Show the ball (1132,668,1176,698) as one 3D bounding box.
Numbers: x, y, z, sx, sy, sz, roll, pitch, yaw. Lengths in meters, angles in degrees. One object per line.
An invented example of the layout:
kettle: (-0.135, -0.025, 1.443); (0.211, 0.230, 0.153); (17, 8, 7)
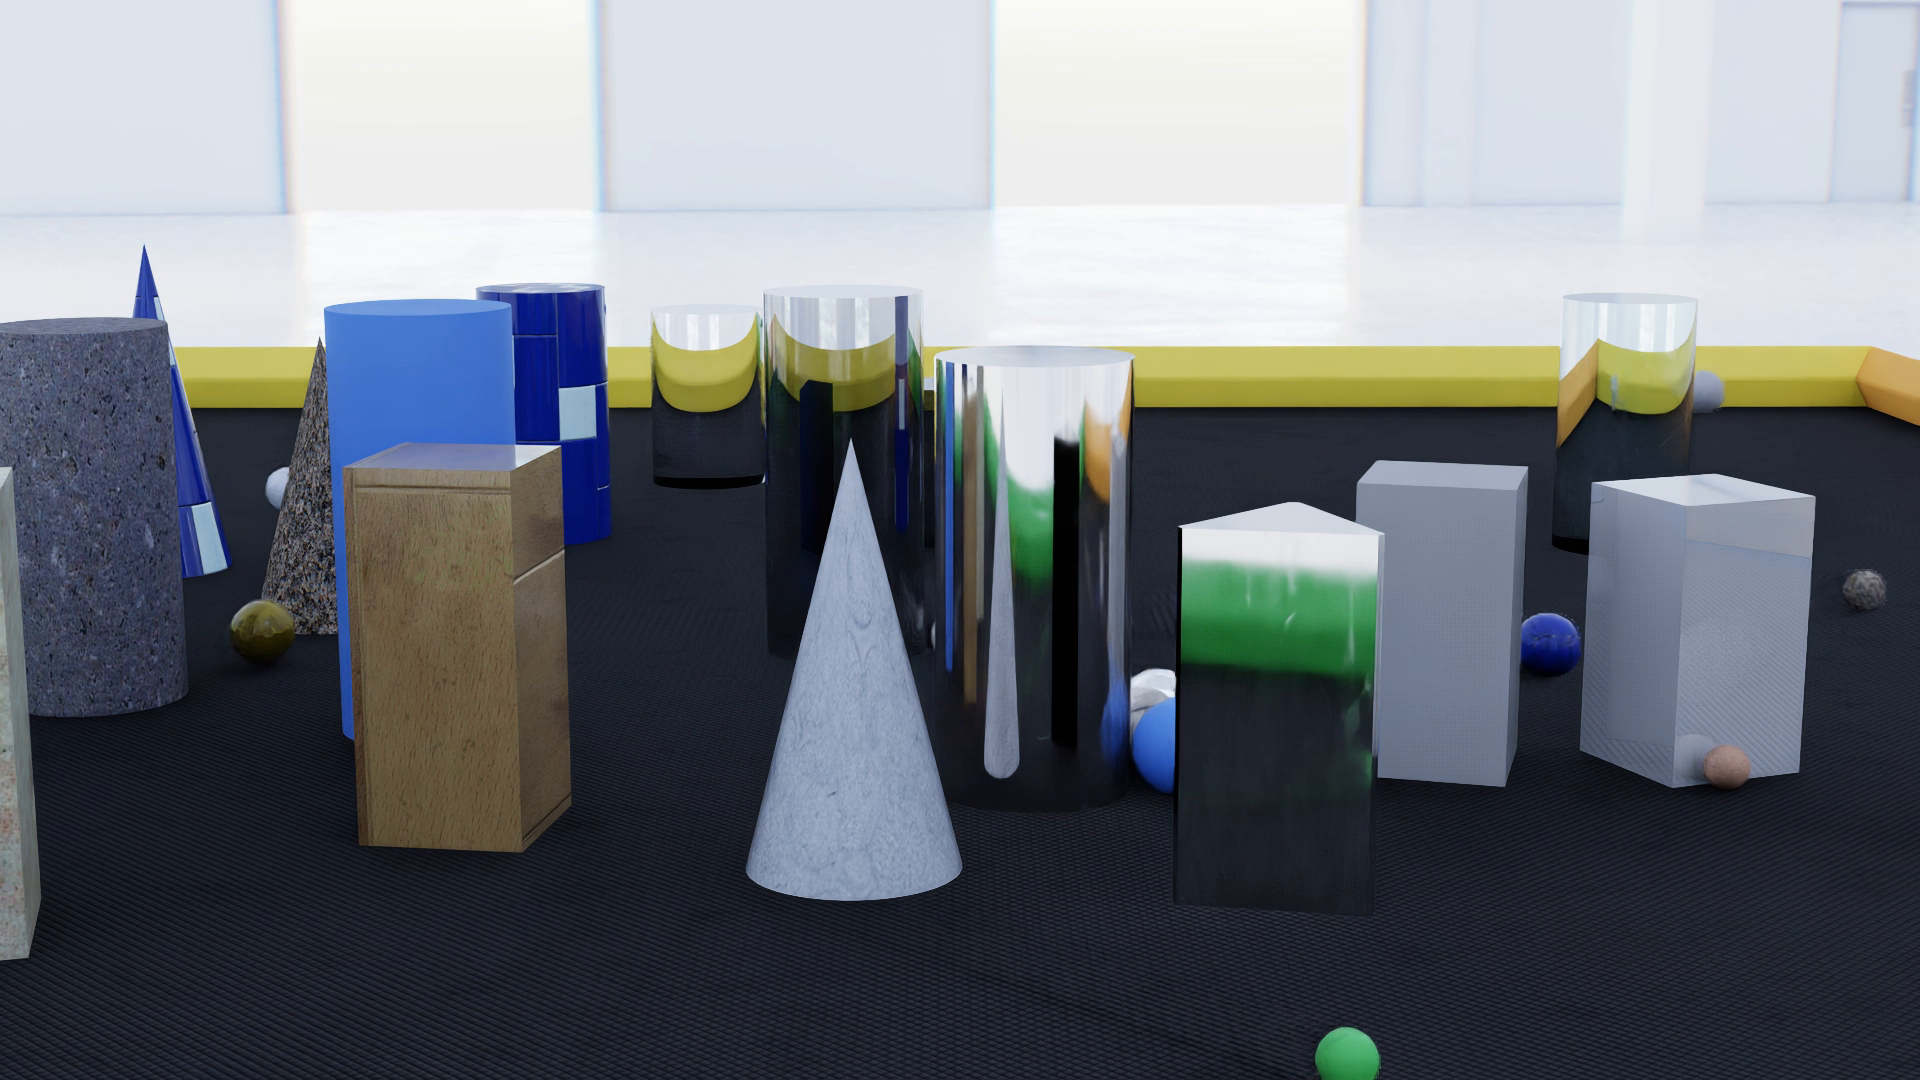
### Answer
ball: (0.215, 0.180, 2.794); (0.081, 0.081, 0.081); (0, 10, 0)

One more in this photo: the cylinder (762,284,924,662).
cylinder: (-0.144, -0.086, 3.213); (0.200, 0.452, 0.200); (0, 10, 0)

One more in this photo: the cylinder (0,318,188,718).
cylinder: (-1.007, -0.031, 2.965); (0.200, 0.434, 0.200); (0, 10, 0)

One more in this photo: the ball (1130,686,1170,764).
ball: (0.192, 0.195, 2.708); (0.083, 0.083, 0.083); (0, 10, 0)

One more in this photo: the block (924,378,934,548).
block: (-0.031, -0.123, 3.991); (0.160, 0.243, 0.160); (-1, 11, -8)

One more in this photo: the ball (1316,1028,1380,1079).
ball: (0.279, 0.374, 1.846); (0.045, 0.045, 0.045); (0, 10, 0)

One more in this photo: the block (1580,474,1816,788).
block: (0.772, 0.091, 2.697); (0.160, 0.292, 0.160); (-4, 11, -21)

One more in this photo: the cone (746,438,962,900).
cone: (-0.098, 0.105, 2.330); (0.200, 0.399, 0.200); (0, 10, 0)

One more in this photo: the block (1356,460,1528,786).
block: (0.503, 0.083, 2.695); (0.160, 0.308, 0.160); (3, 11, 16)

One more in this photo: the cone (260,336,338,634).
cone: (-0.838, -0.082, 3.393); (0.200, 0.380, 0.200); (0, 10, 0)

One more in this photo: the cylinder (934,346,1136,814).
cylinder: (0.074, 0.034, 2.590); (0.200, 0.442, 0.200); (0, 10, 0)

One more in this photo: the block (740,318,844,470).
block: (-0.309, -0.273, 4.756); (0.160, 0.259, 0.160); (2, 11, 10)

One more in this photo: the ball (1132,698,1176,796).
ball: (0.224, 0.208, 2.590); (0.100, 0.100, 0.100); (0, 10, 0)

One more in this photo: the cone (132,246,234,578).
cone: (-1.174, -0.195, 3.734); (0.200, 0.477, 0.200); (0, 10, 0)

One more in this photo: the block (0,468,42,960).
block: (-0.869, 0.145, 2.141); (0.160, 0.387, 0.160); (-3, 11, -15)

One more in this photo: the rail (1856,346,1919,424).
rail: (1.956, 0.031, 3.460); (0.045, 0.130, 4.249); (0, 10, 0)

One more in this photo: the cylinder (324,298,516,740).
cylinder: (-0.589, -0.023, 2.829); (0.200, 0.468, 0.200); (0, 10, 0)

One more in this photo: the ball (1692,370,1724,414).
ball: (1.568, -0.312, 5.426); (0.093, 0.093, 0.093); (0, 10, 0)

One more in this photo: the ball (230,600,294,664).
ball: (-0.862, 0.114, 3.166); (0.077, 0.077, 0.077); (0, 10, 0)

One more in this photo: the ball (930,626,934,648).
ball: (-0.002, 0.119, 3.161); (0.068, 0.068, 0.068); (0, 10, 0)

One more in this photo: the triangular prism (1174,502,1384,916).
triangular prism: (0.288, 0.144, 2.287); (0.173, 0.336, 0.150); (2, 11, 12)

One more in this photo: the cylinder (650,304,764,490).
cylinder: (-0.446, -0.256, 4.539); (0.200, 0.305, 0.200); (0, 10, 0)

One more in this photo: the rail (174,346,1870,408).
rail: (-0.012, -0.348, 5.514); (3.958, 0.130, 0.045); (0, 10, 0)

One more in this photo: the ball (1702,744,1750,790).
ball: (0.780, 0.232, 2.613); (0.046, 0.046, 0.046); (0, 10, 0)

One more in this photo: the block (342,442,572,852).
block: (-0.478, 0.099, 2.462); (0.160, 0.362, 0.160); (1, 11, 8)

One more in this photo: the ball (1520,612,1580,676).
ball: (0.709, 0.126, 3.096); (0.077, 0.077, 0.077); (0, 10, 0)

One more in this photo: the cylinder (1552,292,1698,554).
cylinder: (1.012, -0.178, 3.909); (0.200, 0.380, 0.200); (0, 10, 0)

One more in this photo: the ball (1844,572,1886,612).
ball: (1.222, 0.069, 3.467); (0.054, 0.054, 0.054); (0, 10, 0)

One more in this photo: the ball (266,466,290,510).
ball: (-1.107, -0.083, 4.232); (0.076, 0.076, 0.076); (0, 10, 0)

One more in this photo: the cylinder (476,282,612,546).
cylinder: (-0.649, -0.200, 4.004); (0.200, 0.388, 0.200); (0, 10, 0)
